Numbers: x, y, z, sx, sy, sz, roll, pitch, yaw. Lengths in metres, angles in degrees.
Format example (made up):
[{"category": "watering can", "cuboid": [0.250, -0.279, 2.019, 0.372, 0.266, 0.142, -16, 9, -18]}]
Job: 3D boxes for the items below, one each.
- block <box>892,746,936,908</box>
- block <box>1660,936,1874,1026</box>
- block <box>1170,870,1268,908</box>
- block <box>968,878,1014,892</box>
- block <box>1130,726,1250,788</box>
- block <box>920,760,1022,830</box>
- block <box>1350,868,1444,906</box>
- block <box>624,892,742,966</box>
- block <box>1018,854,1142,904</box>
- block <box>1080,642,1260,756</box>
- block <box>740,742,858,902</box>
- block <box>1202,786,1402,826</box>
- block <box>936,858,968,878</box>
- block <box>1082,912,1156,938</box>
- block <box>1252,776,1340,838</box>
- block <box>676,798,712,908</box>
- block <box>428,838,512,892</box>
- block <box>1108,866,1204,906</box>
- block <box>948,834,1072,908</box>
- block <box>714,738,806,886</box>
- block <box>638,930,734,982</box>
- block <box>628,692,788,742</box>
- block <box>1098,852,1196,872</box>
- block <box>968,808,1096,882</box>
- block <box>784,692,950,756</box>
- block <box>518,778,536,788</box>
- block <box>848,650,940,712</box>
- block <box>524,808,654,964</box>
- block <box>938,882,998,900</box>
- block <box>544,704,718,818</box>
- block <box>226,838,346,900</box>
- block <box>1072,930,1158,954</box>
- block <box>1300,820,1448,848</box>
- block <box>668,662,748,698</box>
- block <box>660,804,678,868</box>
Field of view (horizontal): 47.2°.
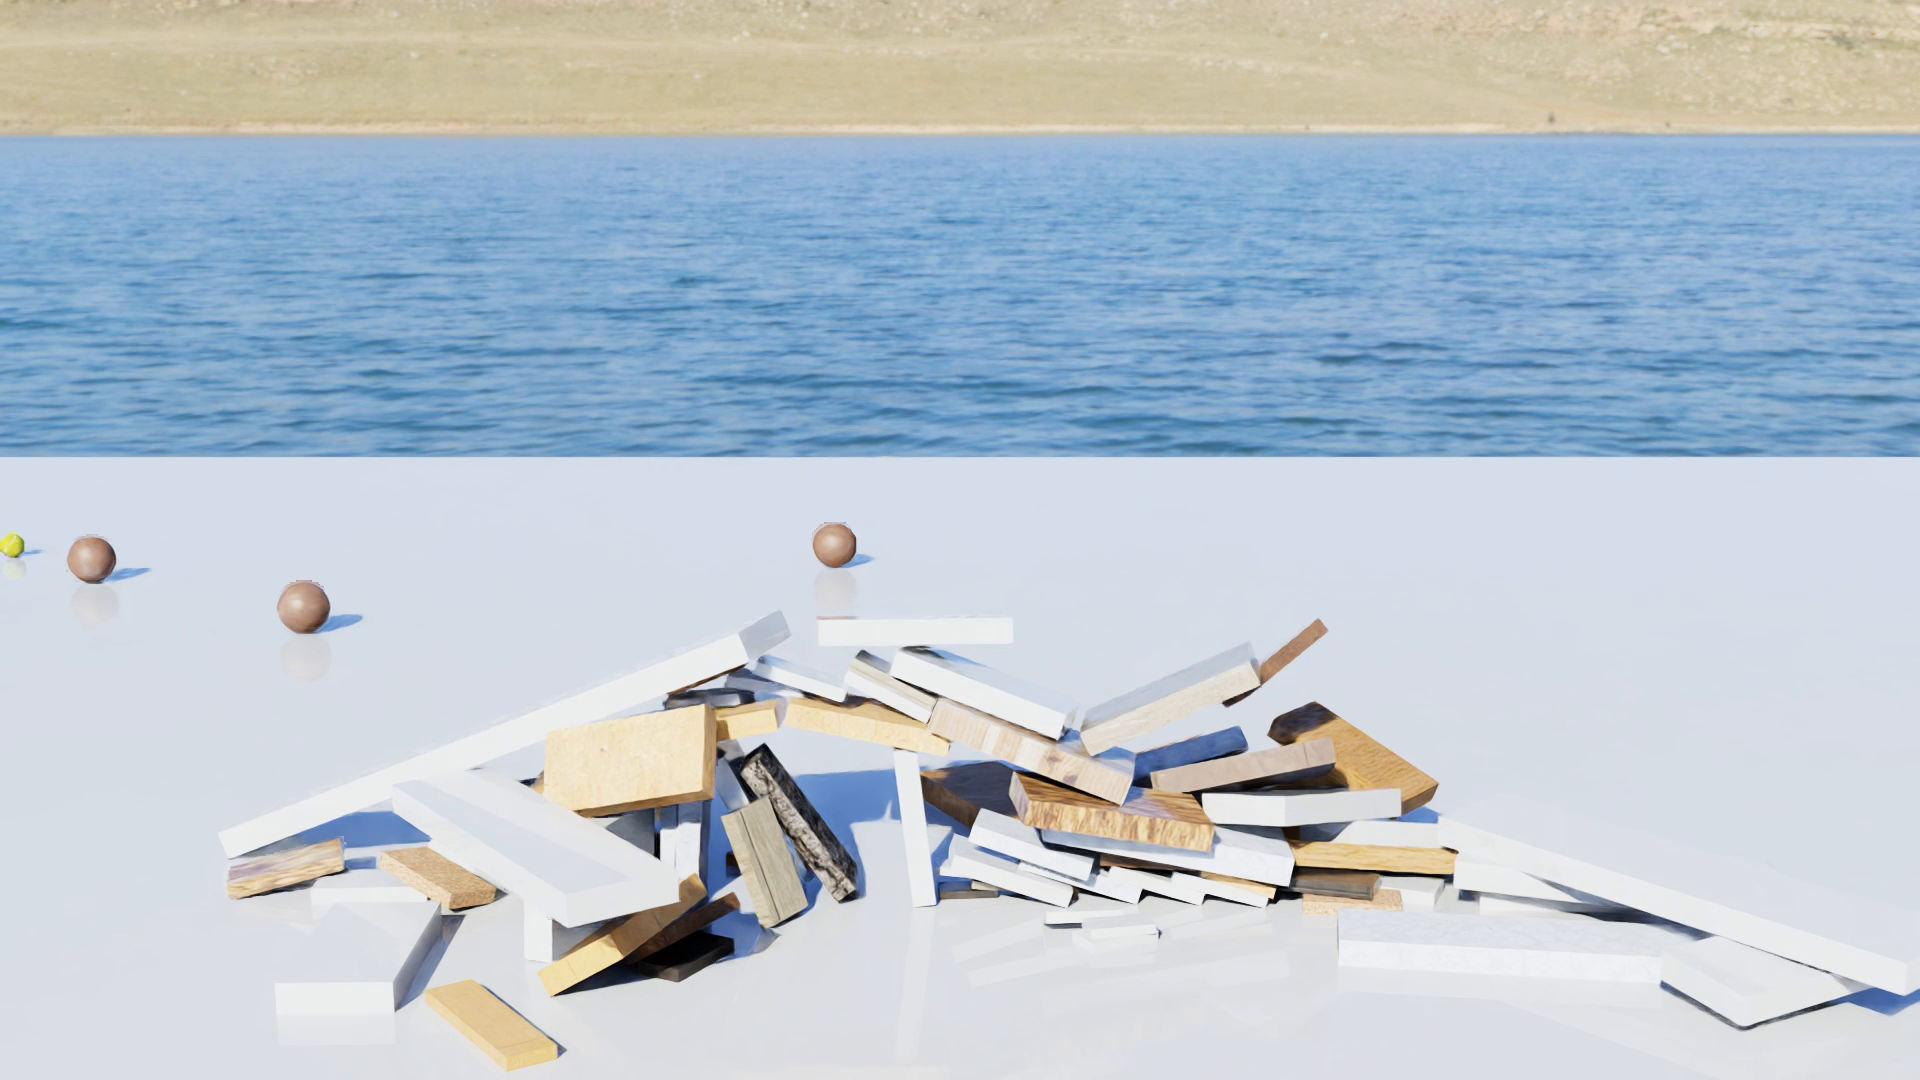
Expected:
[{"category": "block", "cuboid": [-0.077, 0.457, 3.644, 0.038, 0.267, 0.134, -7, 11, -2]}, {"category": "block", "cuboid": [1.201, 0.617, 3.201, 0.321, 0.046, 0.161, -8, 18, -25]}, {"category": "block", "cuboid": [0.428, 0.565, 3.638, 0.159, 0.023, 0.080, 14, 11, 1]}, {"category": "block", "cuboid": [0.066, 0.570, 3.666, 0.096, 0.014, 0.048, 5, 10, -7]}, {"category": "block", "cuboid": [0.343, 0.412, 3.839, 0.304, 0.043, 0.152, -13, -27, -27]}, {"category": "block", "cuboid": [0.071, 0.487, 4.092, 0.170, 0.048, 0.339, -5, 12, -26]}, {"category": "block", "cuboid": [0.721, 0.578, 3.672, 0.157, 0.022, 0.079, 5, 11, 23]}, {"category": "block", "cuboid": [-0.432, 0.601, 3.407, 0.095, 0.027, 0.191, -30, -6, 30]}, {"category": "block", "cuboid": [0.201, 0.547, 3.664, 0.203, 0.029, 0.102, 17, 11, 0]}, {"category": "block", "cuboid": [0.340, 0.255, 3.548, 0.293, 0.042, 0.147, -24, 6, 10]}, {"category": "block", "cuboid": [-0.265, 0.467, 3.656, 0.038, 0.267, 0.134, -36, 6, 4]}, {"category": "block", "cuboid": [0.576, 0.444, 3.686, 0.166, 0.047, 0.333, -4, -5, 44]}, {"category": "block", "cuboid": [0.009, 0.549, 3.670, 0.096, 0.014, 0.048, 6, 10, 0]}, {"category": "block", "cuboid": [0.249, 0.605, 3.452, 0.105, 0.015, 0.053, -2, 11, -13]}, {"category": "block", "cuboid": [0.606, 0.476, 3.888, 0.041, 0.144, 0.287, 10, 14, 43]}, {"category": "block", "cuboid": [-0.440, 0.458, 3.645, 0.038, 0.266, 0.133, 4, 11, 0]}, {"category": "block", "cuboid": [-0.823, 0.546, 3.715, 0.086, 0.024, 0.172, 37, -15, -37]}, {"category": "block", "cuboid": [0.325, 0.560, 3.649, 0.159, 0.023, 0.080, 17, 11, 1]}, {"category": "block", "cuboid": [0.083, 0.547, 3.639, 0.203, 0.029, 0.102, 18, 11, -5]}, {"category": "block", "cuboid": [-0.337, 0.464, 3.647, 0.038, 0.266, 0.133, -26, 9, 6]}, {"category": "block", "cuboid": [-0.417, 0.636, 3.363, 0.073, 0.021, 0.147, 6, 12, 28]}, {"category": "block", "cuboid": [-0.424, 0.301, 3.621, 0.266, 0.038, 0.133, -10, 10, 5]}, {"category": "block", "cuboid": [0.310, 0.520, 3.642, 0.159, 0.023, 0.080, 3, 11, 0]}, {"category": "block", "cuboid": [0.121, 0.501, 3.623, 0.203, 0.029, 0.102, 18, 11, 5]}, {"category": "block", "cuboid": [-0.145, 0.295, 3.603, 0.267, 0.038, 0.134, 11, 10, 1]}, {"category": "block", "cuboid": [-0.673, 0.445, 3.953, 0.346, 0.049, 0.173, -11, -10, 10]}, {"category": "block", "cuboid": [-0.104, 0.229, 3.605, 0.152, 0.022, 0.076, 27, 11, 3]}, {"category": "block", "cuboid": [-0.586, 0.534, 3.505, 0.048, 0.168, 0.337, 6, 12, 19]}, {"category": "block", "cuboid": [0.013, 0.584, 3.666, 0.096, 0.014, 0.048, -1, 11, -5]}, {"category": "block", "cuboid": [-0.527, 0.357, 3.506, 0.287, 0.144, 0.041, -11, -28, 19]}, {"category": "block", "cuboid": [-1.132, 0.552, 3.696, 0.187, 0.027, 0.094, -14, 14, -11]}, {"category": "block", "cuboid": [0.244, 0.622, 3.452, 0.122, 0.017, 0.061, -6, 12, -29]}, {"category": "block", "cuboid": [0.738, 0.502, 3.776, 0.277, 0.039, 0.139, 6, -7, -28]}, {"category": "block", "cuboid": [-0.420, 0.224, 3.666, 0.134, 0.019, 0.067, -22, 4, 10]}, {"category": "block", "cuboid": [-0.479, 0.505, 3.653, 0.024, 0.172, 0.086, 3, 11, 0]}]
